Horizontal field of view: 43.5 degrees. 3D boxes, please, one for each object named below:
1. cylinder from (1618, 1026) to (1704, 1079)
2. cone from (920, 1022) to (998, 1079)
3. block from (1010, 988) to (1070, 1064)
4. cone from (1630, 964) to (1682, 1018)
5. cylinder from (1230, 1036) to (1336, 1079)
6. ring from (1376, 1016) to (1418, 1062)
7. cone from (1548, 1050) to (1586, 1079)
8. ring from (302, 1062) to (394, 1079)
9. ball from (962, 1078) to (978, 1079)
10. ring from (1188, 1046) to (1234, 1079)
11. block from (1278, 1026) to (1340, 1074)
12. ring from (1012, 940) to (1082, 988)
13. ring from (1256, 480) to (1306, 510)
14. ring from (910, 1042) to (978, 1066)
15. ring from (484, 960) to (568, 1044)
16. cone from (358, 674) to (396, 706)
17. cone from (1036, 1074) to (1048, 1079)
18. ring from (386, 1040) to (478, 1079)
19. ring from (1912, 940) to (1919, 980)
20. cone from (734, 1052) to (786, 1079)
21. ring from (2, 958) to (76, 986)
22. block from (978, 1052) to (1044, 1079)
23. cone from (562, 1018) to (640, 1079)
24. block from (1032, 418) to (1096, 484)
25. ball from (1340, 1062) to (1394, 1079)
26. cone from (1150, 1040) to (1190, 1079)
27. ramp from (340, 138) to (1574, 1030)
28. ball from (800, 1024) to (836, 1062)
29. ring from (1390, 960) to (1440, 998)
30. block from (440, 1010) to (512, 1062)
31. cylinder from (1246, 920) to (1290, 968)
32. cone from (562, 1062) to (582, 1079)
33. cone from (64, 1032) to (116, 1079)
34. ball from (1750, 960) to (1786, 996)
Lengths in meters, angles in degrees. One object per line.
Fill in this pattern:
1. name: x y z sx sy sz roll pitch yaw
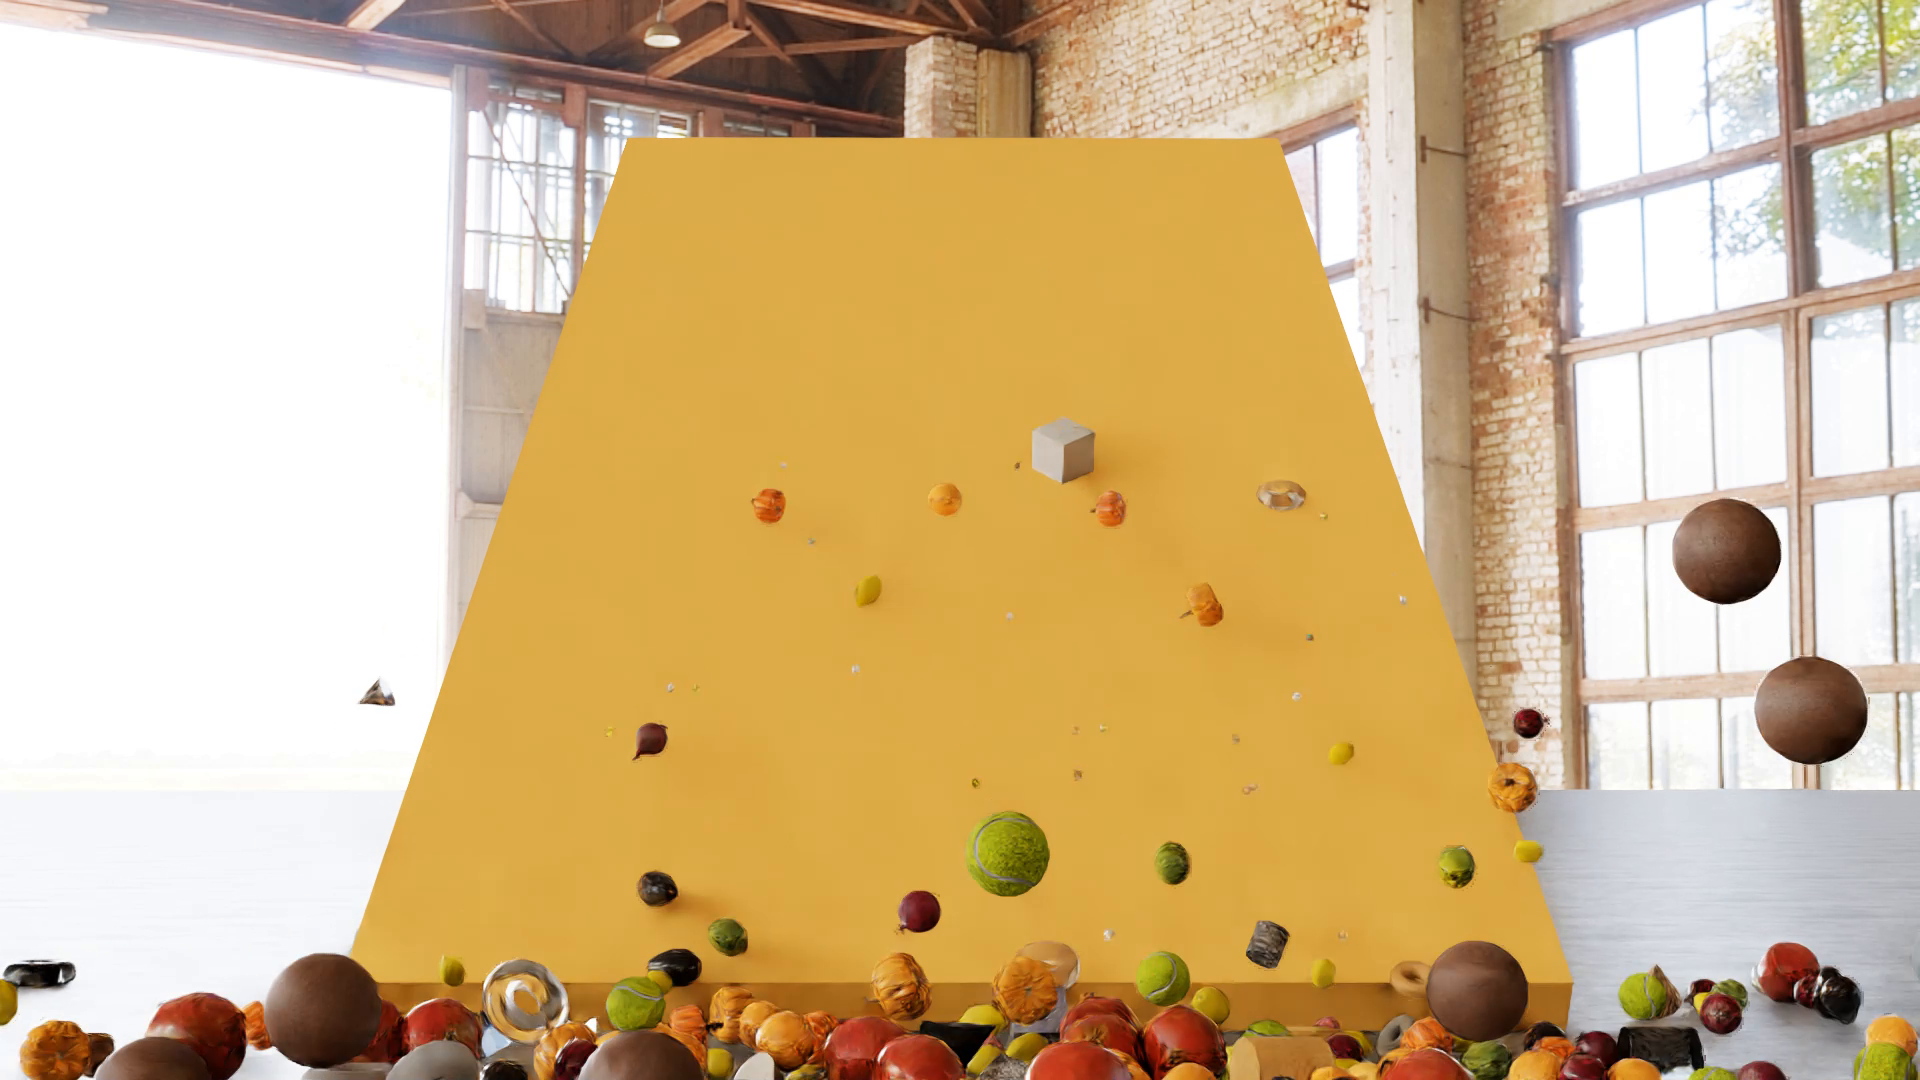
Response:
1. cylinder: 0.909 0.676 3.122 0.088 0.088 0.088 -1 -6 1
2. cone: 0.010 0.667 3.217 0.093 0.093 0.093 -28 -12 12
3. block: 0.114 0.702 3.478 0.078 0.078 0.078 0 -45 -3
4. cone: 1.203 0.763 4.156 0.088 0.088 0.088 -7 36 5
5. cylinder: 0.389 0.649 2.902 0.098 0.098 0.098 3 -6 -15
6. ring: 0.640 0.729 3.517 0.025 0.075 0.075 39 -18 -15
7. cone: 0.791 0.712 3.165 0.060 0.060 0.060 -27 -8 4
8. ring: -0.763 0.690 3.038 0.142 0.047 0.142 1 -5 0
9. ball: 0.010 0.613 2.518 0.096 0.096 0.096 0 -6 0
10. ring: 0.377 0.711 3.243 0.138 0.046 0.138 -1 -5 0
11. block: 0.488 0.715 3.362 0.062 0.062 0.062 -5 -8 43
12. ring: 0.142 0.693 3.906 0.112 0.037 0.112 -1 30 0
13. ring: 0.712 -0.100 5.328 0.108 0.036 0.108 1 28 0
14. ring: -0.023 0.742 3.483 0.098 0.033 0.098 -1 -5 0
15. ring: -0.592 0.630 3.281 0.126 0.126 0.042 5 -40 -41
16. cone: -1.221 0.327 4.985 0.072 0.072 0.072 -31 -10 6
17. cone: 0.090 0.649 2.670 0.077 0.077 0.077 39 -17 14
18. ring: -0.605 0.625 2.741 0.041 0.124 0.124 34 17 37
19. ring: 1.881 0.799 4.566 0.139 0.139 0.046 -4 -23 35
20. cone: -0.213 0.673 2.857 0.096 0.096 0.096 33 -22 -26
21. ring: -1.858 0.873 4.853 0.143 0.048 0.143 0 -4 0
22. block: 0.056 0.641 2.778 0.058 0.058 0.058 16 27 26
23. cone: -0.477 0.713 3.272 0.094 0.094 0.094 29 -15 -17
24. block: 0.234 -0.203 5.443 0.099 0.099 0.099 -24 37 -36
25. ball: 0.487 0.660 2.876 0.068 0.068 0.068 0 -6 0
26. cone: 0.285 0.706 3.256 0.058 0.058 0.058 0 -6 0
27. ramp: -0.012 -0.215 5.668 2.000 0.100 4.000 0 29 0
28. ball: -0.199 0.705 3.372 0.052 0.052 0.052 0 -6 0
29. ring: 0.735 0.711 3.889 0.081 0.027 0.081 1 29 -1
30. block: -0.671 0.689 3.328 0.058 0.058 0.058 -27 -4 26
31. cylinder: 0.482 0.634 3.770 0.054 0.054 0.054 20 -30 12
32. cone: -0.471 0.665 2.912 0.070 0.070 0.070 0 -6 0
33. cone: -1.142 0.702 3.188 0.070 0.070 0.070 5 23 -42
34. ball: 1.525 0.826 4.538 0.065 0.065 0.065 0 -6 0
